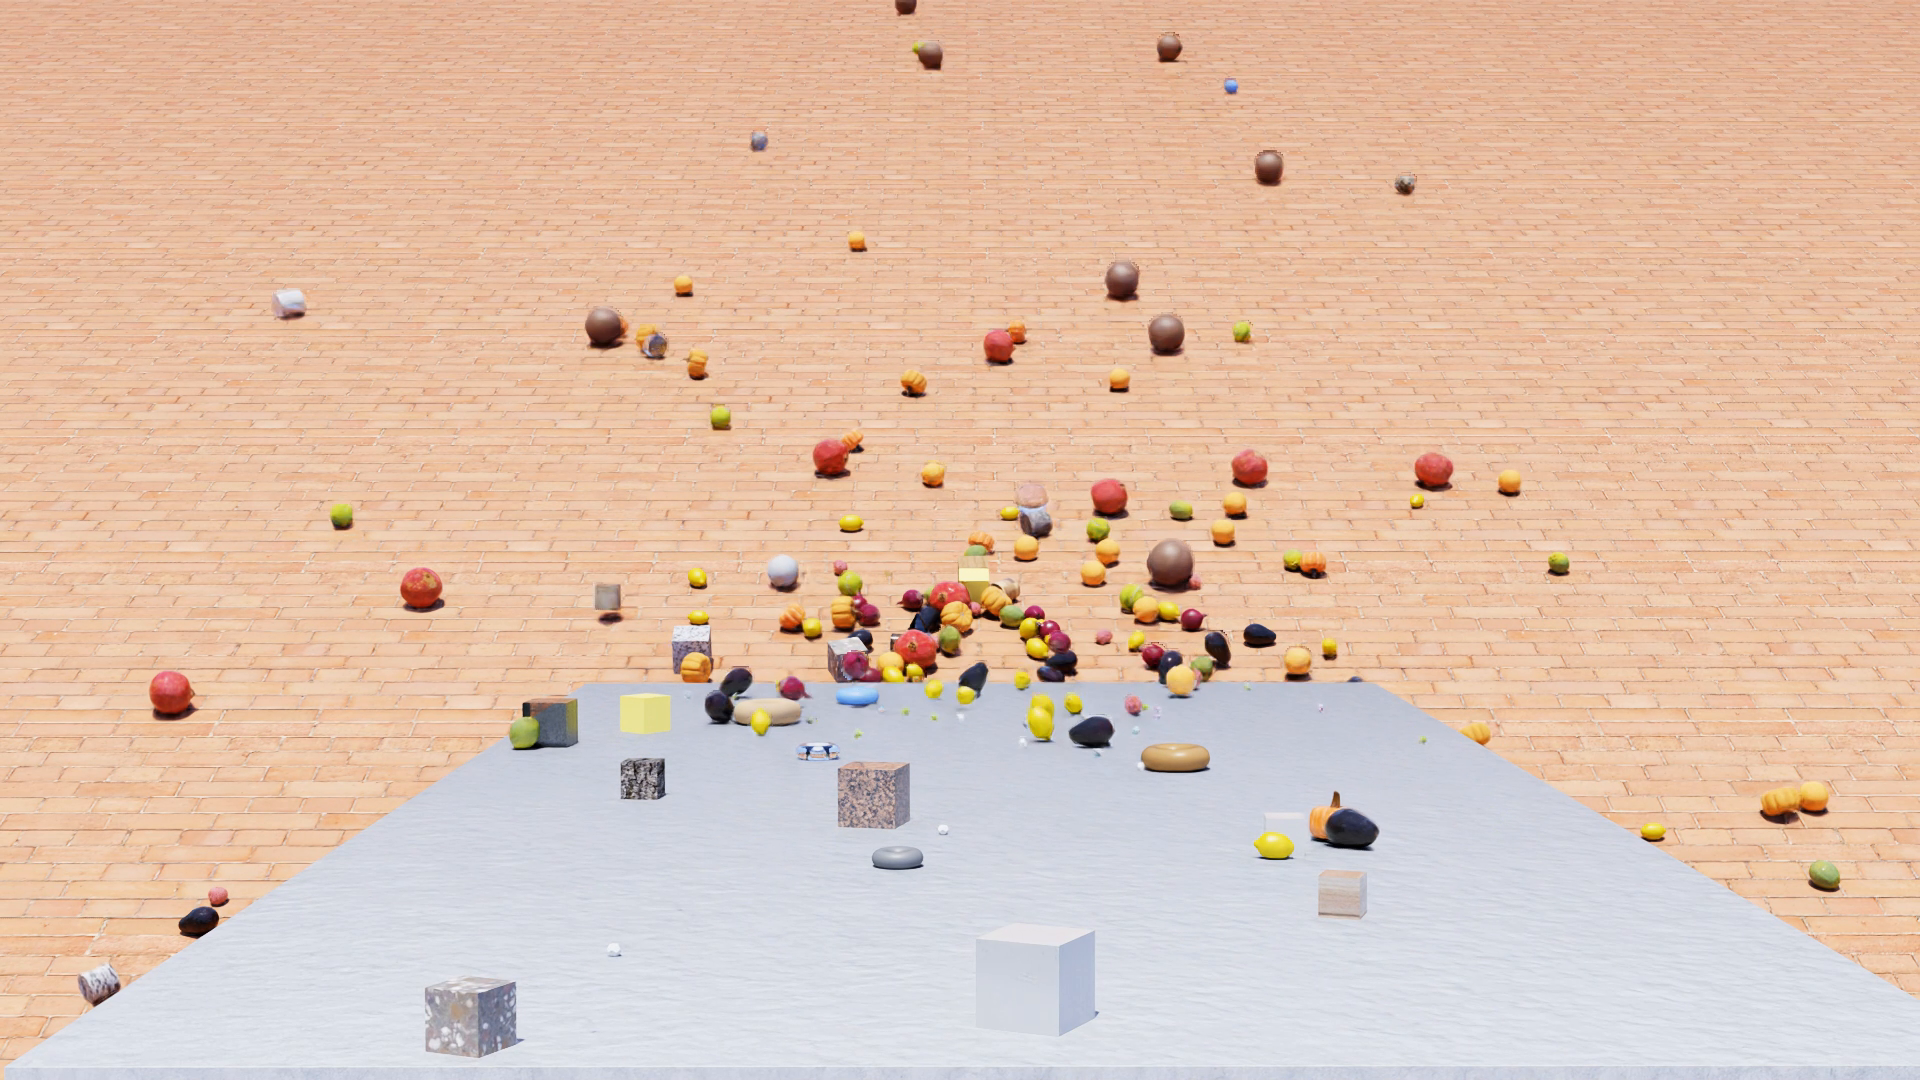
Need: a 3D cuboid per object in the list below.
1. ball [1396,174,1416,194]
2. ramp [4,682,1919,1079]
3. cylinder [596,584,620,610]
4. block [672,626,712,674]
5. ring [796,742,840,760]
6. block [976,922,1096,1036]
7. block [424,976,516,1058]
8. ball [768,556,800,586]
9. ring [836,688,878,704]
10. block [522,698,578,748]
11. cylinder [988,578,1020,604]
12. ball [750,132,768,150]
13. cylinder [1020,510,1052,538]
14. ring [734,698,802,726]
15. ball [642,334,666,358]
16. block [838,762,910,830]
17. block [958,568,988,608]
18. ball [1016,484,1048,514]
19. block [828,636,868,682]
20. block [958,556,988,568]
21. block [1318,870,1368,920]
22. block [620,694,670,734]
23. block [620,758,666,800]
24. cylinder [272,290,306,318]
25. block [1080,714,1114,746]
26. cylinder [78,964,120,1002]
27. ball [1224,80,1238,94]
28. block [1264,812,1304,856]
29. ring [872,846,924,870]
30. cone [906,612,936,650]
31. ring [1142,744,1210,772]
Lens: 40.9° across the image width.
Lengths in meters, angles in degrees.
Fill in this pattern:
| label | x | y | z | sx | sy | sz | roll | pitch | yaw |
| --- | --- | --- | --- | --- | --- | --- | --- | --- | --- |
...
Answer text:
| label | x | y | z | sx | sy | sz | roll | pitch | yaw |
| --- | --- | --- | --- | --- | --- | --- | --- | --- | --- |
| ball | 1.895 | -1.512 | 10.961 | 0.084 | 0.084 | 0.084 | 0 | 24 | 0 |
| ramp | 0.054 | 0.491 | 4.542 | 2.000 | 0.100 | 4.000 | 0 | 2 | 0 |
| cylinder | -0.967 | 0.157 | 7.078 | 0.069 | 0.069 | 0.069 | 0 | 3 | 0 |
| block | -0.709 | 0.290 | 6.817 | 0.096 | 0.096 | 0.096 | -1 | 24 | -1 |
| ring | -0.275 | 0.409 | 4.987 | 0.087 | 0.029 | 0.087 | -1 | 3 | 0 |
| block | 0.080 | 0.464 | 2.726 | 0.095 | 0.095 | 0.095 | 1 | 2 | 26 |
| block | -0.497 | 0.484 | 2.616 | 0.065 | 0.065 | 0.065 | 1 | 2 | 25 |
| ball | -0.501 | 0.088 | 7.288 | 0.090 | 0.090 | 0.090 | 0 | 24 | 0 |
| ring | -0.241 | 0.366 | 6.038 | 0.102 | 0.034 | 0.102 | -1 | 3 | 0 |
| block | -0.829 | 0.370 | 5.211 | 0.090 | 0.090 | 0.090 | 0 | 2 | 6 |
| cylinder | 0.125 | 0.142 | 7.197 | 0.063 | 0.063 | 0.063 | -21 | 31 | -39 |
| ball | -0.908 | -1.801 | 11.625 | 0.081 | 0.081 | 0.081 | 0 | 24 | 0 |
| cylinder | 0.226 | -0.048 | 7.626 | 0.069 | 0.069 | 0.069 | -12 | 26 | -25 |
| ring | -0.419 | 0.375 | 5.606 | 0.149 | 0.050 | 0.149 | -1 | 3 | 0 |
| ball | -1.074 | -0.683 | 9.062 | 0.084 | 0.084 | 0.084 | 0 | 24 | 0 |
| block | -0.138 | 0.410 | 4.138 | 0.094 | 0.094 | 0.094 | 0 | 2 | 13 |
| block | 0.039 | 0.134 | 7.191 | 0.083 | 0.083 | 0.083 | 0 | 24 | 0 |
| ball | 0.216 | -0.122 | 7.759 | 0.098 | 0.098 | 0.098 | 0 | 24 | 0 |
| block | -0.295 | 0.316 | 6.772 | 0.084 | 0.084 | 0.084 | -8 | 25 | -18 |
| block | 0.037 | 0.100 | 7.269 | 0.084 | 0.084 | 0.084 | -1 | 24 | -2 |
| block | 0.497 | 0.460 | 3.344 | 0.054 | 0.054 | 0.054 | 1 | 2 | 19 |
| block | -0.667 | 0.368 | 5.462 | 0.075 | 0.075 | 0.075 | 2 | 3 | 42 |
| block | -0.548 | 0.413 | 4.451 | 0.064 | 0.064 | 0.064 | 0 | 2 | 6 |
| cylinder | -2.469 | -0.867 | 9.471 | 0.092 | 0.092 | 0.092 | -17 | 29 | -34 |
| block | 0.278 | 0.385 | 5.225 | 0.058 | 0.058 | 0.058 | 0 | 2 | -7 |
| cylinder | -1.804 | 0.929 | 5.396 | 0.062 | 0.062 | 0.062 | 22 | 32 | 40 |
| ball | 1.327 | -2.218 | 12.602 | 0.065 | 0.065 | 0.065 | 0 | 24 | 0 |
| block | 0.484 | 0.439 | 3.842 | 0.057 | 0.057 | 0.057 | 0 | 2 | 3 |
| ring | -0.090 | 0.460 | 3.731 | 0.075 | 0.025 | 0.075 | -1 | 3 | 0 |
| cone | -0.115 | 0.235 | 6.944 | 0.095 | 0.095 | 0.095 | 0 | 24 | 0 |
| ring | 0.404 | 0.408 | 4.827 | 0.130 | 0.043 | 0.130 | -1 | 3 | 0 |
